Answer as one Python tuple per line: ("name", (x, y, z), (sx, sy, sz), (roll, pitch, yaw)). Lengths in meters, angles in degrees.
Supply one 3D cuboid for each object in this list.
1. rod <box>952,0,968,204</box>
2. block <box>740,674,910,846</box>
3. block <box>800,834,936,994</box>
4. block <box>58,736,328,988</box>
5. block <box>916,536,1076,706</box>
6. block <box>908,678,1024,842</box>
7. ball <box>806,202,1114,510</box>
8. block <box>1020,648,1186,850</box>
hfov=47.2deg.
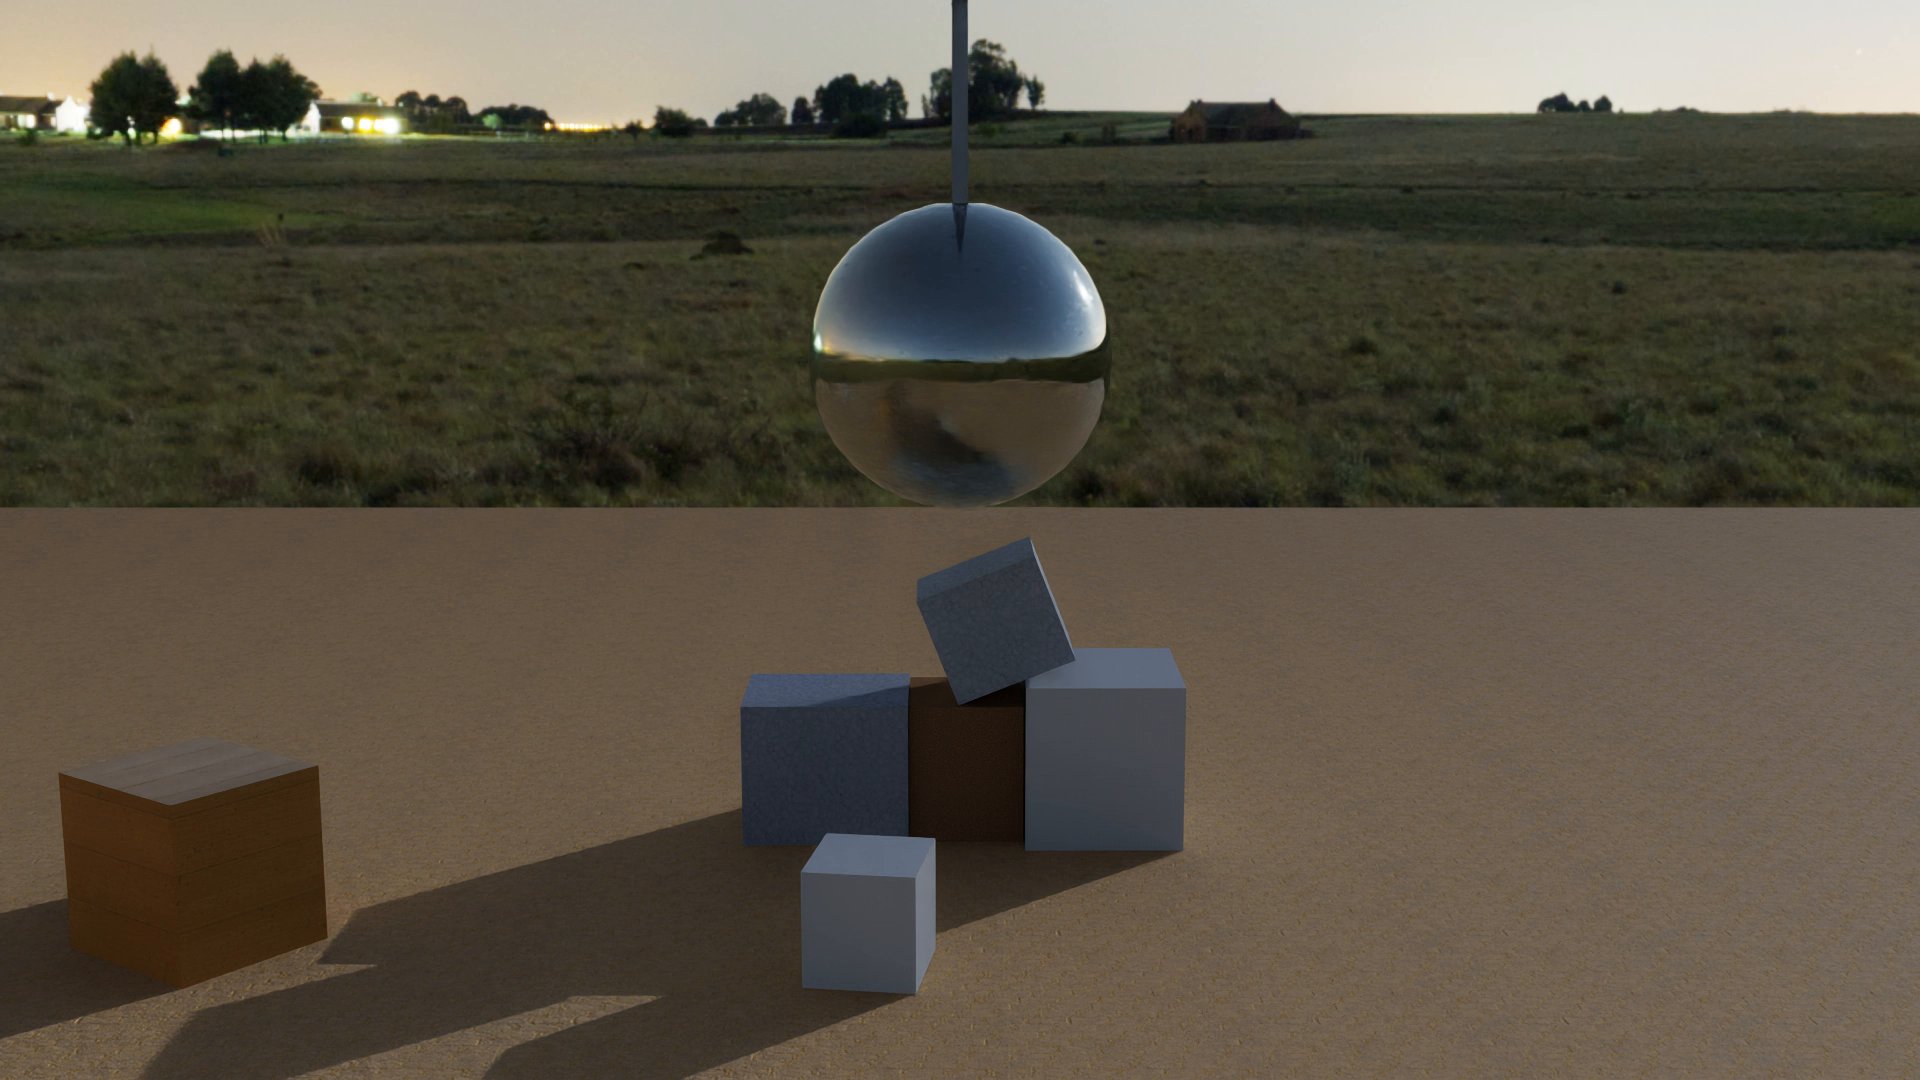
("rod", (0.000, -4.244, 10.629), (0.080, 5.200, 0.080), (0, 15, 0))
("block", (-0.681, 1.124, 11.373), (0.836, 0.720, 0.693), (0, 10, -1))
("block", (-0.385, 1.589, 9.406), (0.485, 0.507, 0.528), (1, 10, 8))
("block", (-3.366, 1.392, 9.675), (0.813, 0.799, 0.742), (7, 13, 36))
("block", (0.178, 0.406, 11.263), (0.631, 0.572, 0.569), (-21, 10, 3))
("block", (0.029, 1.128, 11.395), (0.578, 0.703, 0.631), (0, 10, 0))
("ball", (0.000, -0.962, 11.515), (1.600, 1.600, 1.600), (0, 10, 0))
("block", (0.721, 1.066, 11.364), (0.792, 0.837, 0.871), (0, 10, 0))
